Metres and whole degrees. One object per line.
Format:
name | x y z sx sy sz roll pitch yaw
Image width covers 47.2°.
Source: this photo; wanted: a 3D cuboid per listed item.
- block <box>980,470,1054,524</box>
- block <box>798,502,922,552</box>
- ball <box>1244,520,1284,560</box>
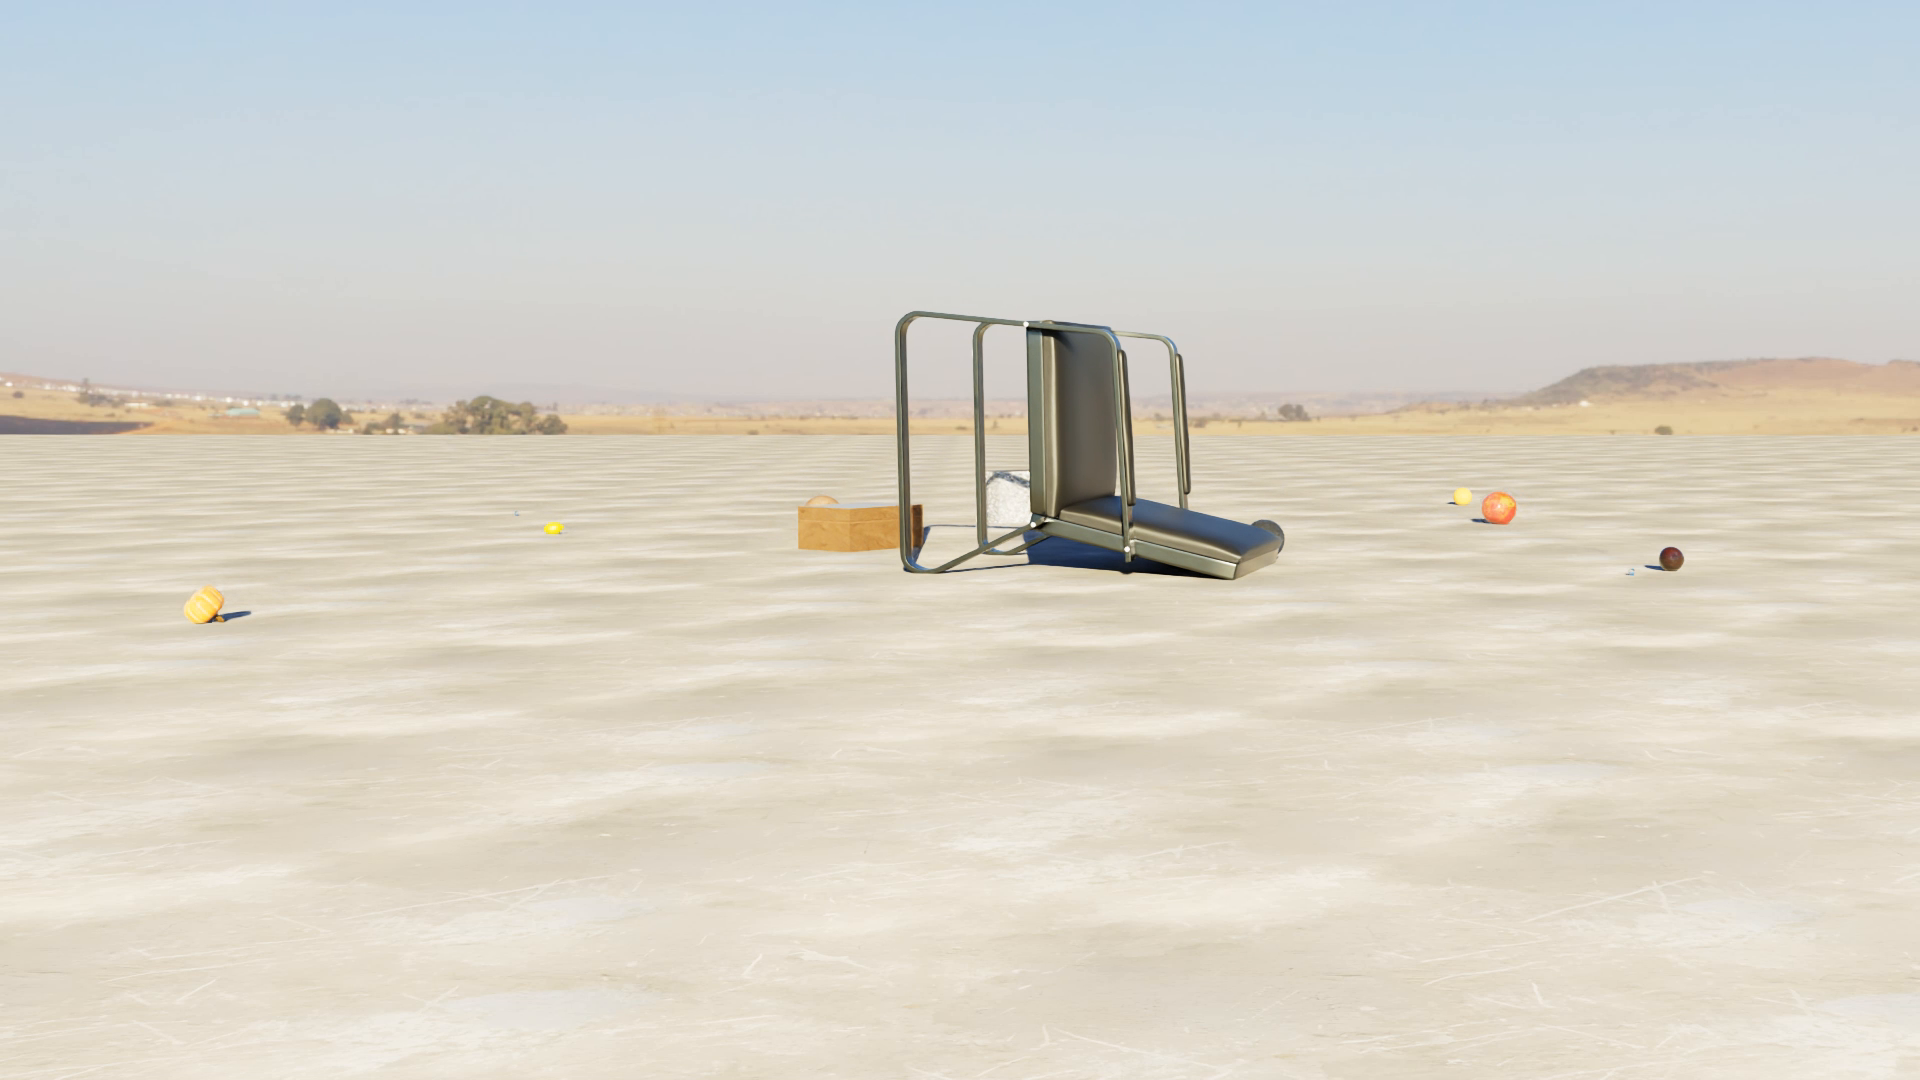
block | 0.191 -0.149 7.463 0.210 0.172 0.137 -2 4 -29
block | -0.280 -0.038 6.228 0.198 0.120 0.306 3 5 40
ball | 0.800 -0.001 5.779 0.107 0.107 0.107 0 4 0
